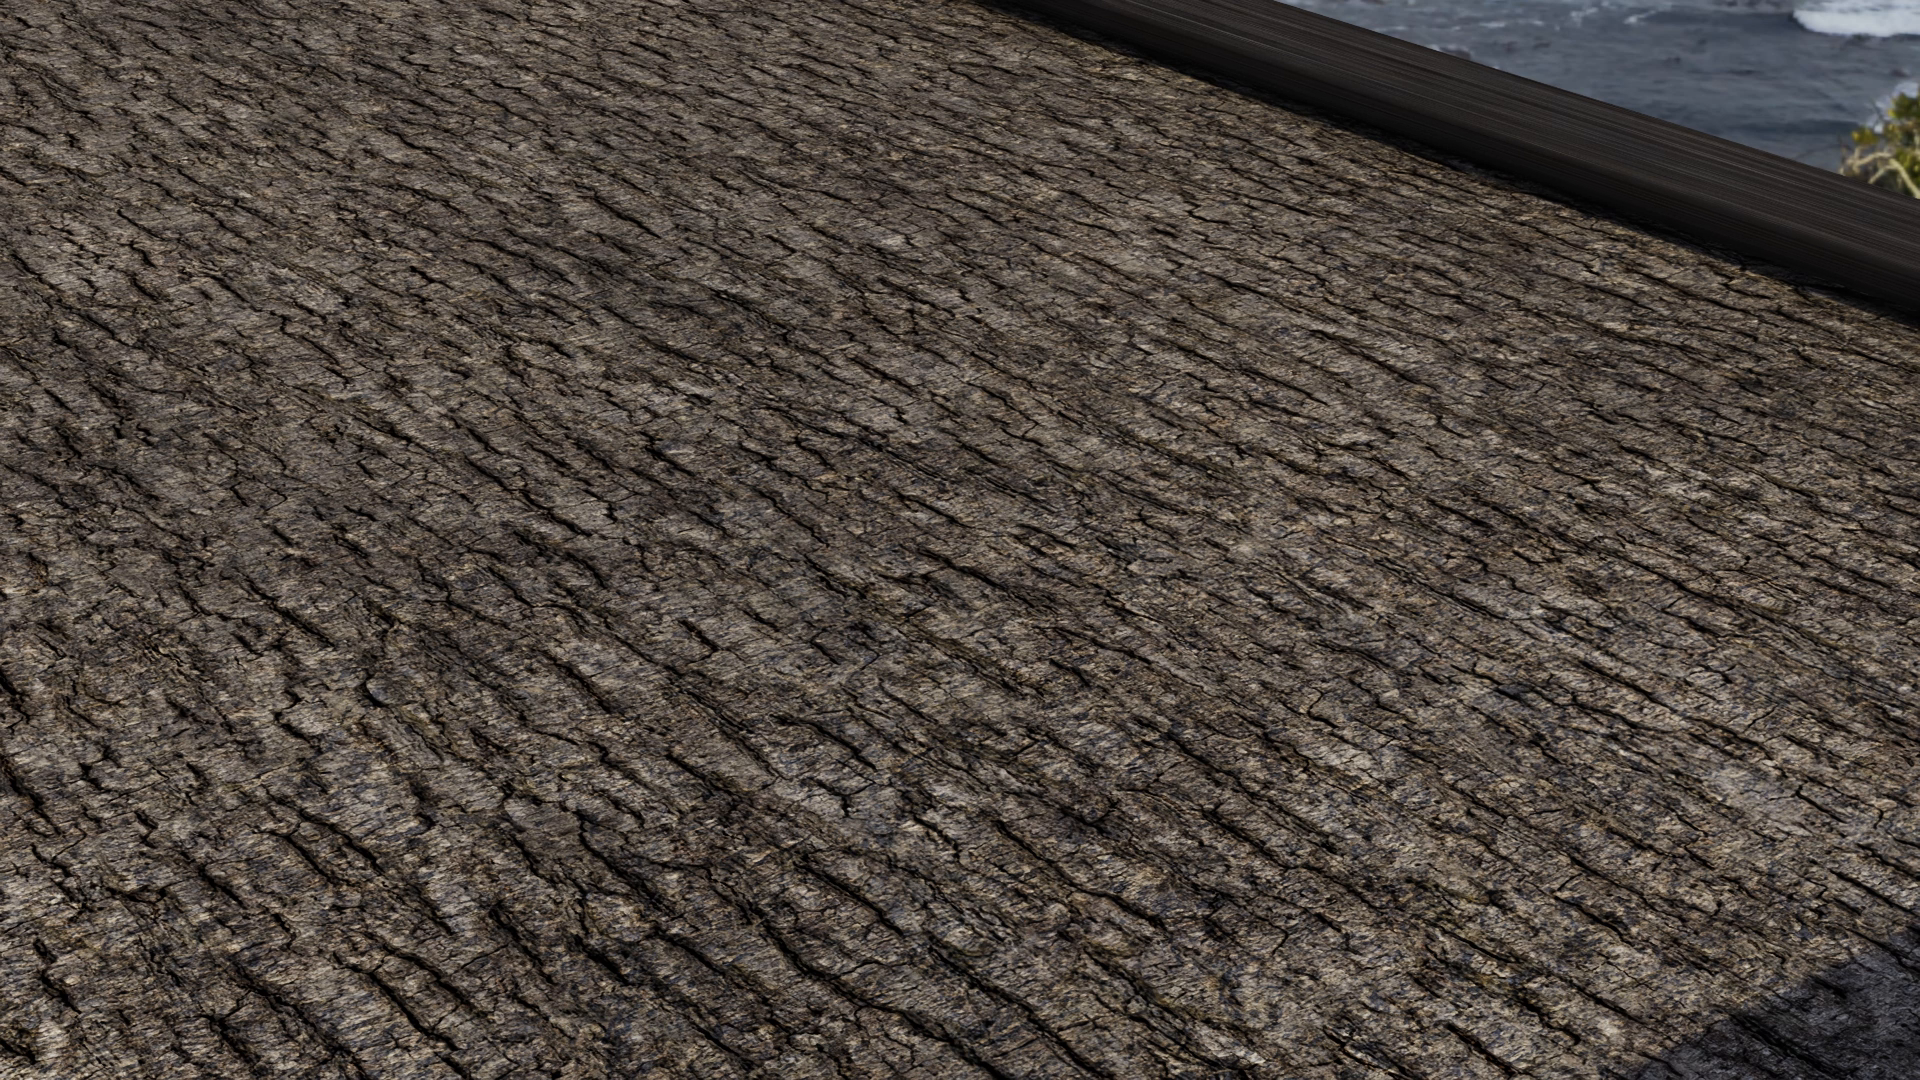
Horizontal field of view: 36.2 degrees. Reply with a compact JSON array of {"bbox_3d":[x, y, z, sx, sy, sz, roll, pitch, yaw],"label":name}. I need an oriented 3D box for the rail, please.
[{"bbox_3d":[0.251,-0.599,3.402,0.045,0.102,3.838,-17,30,-32],"label":"rail"}]
